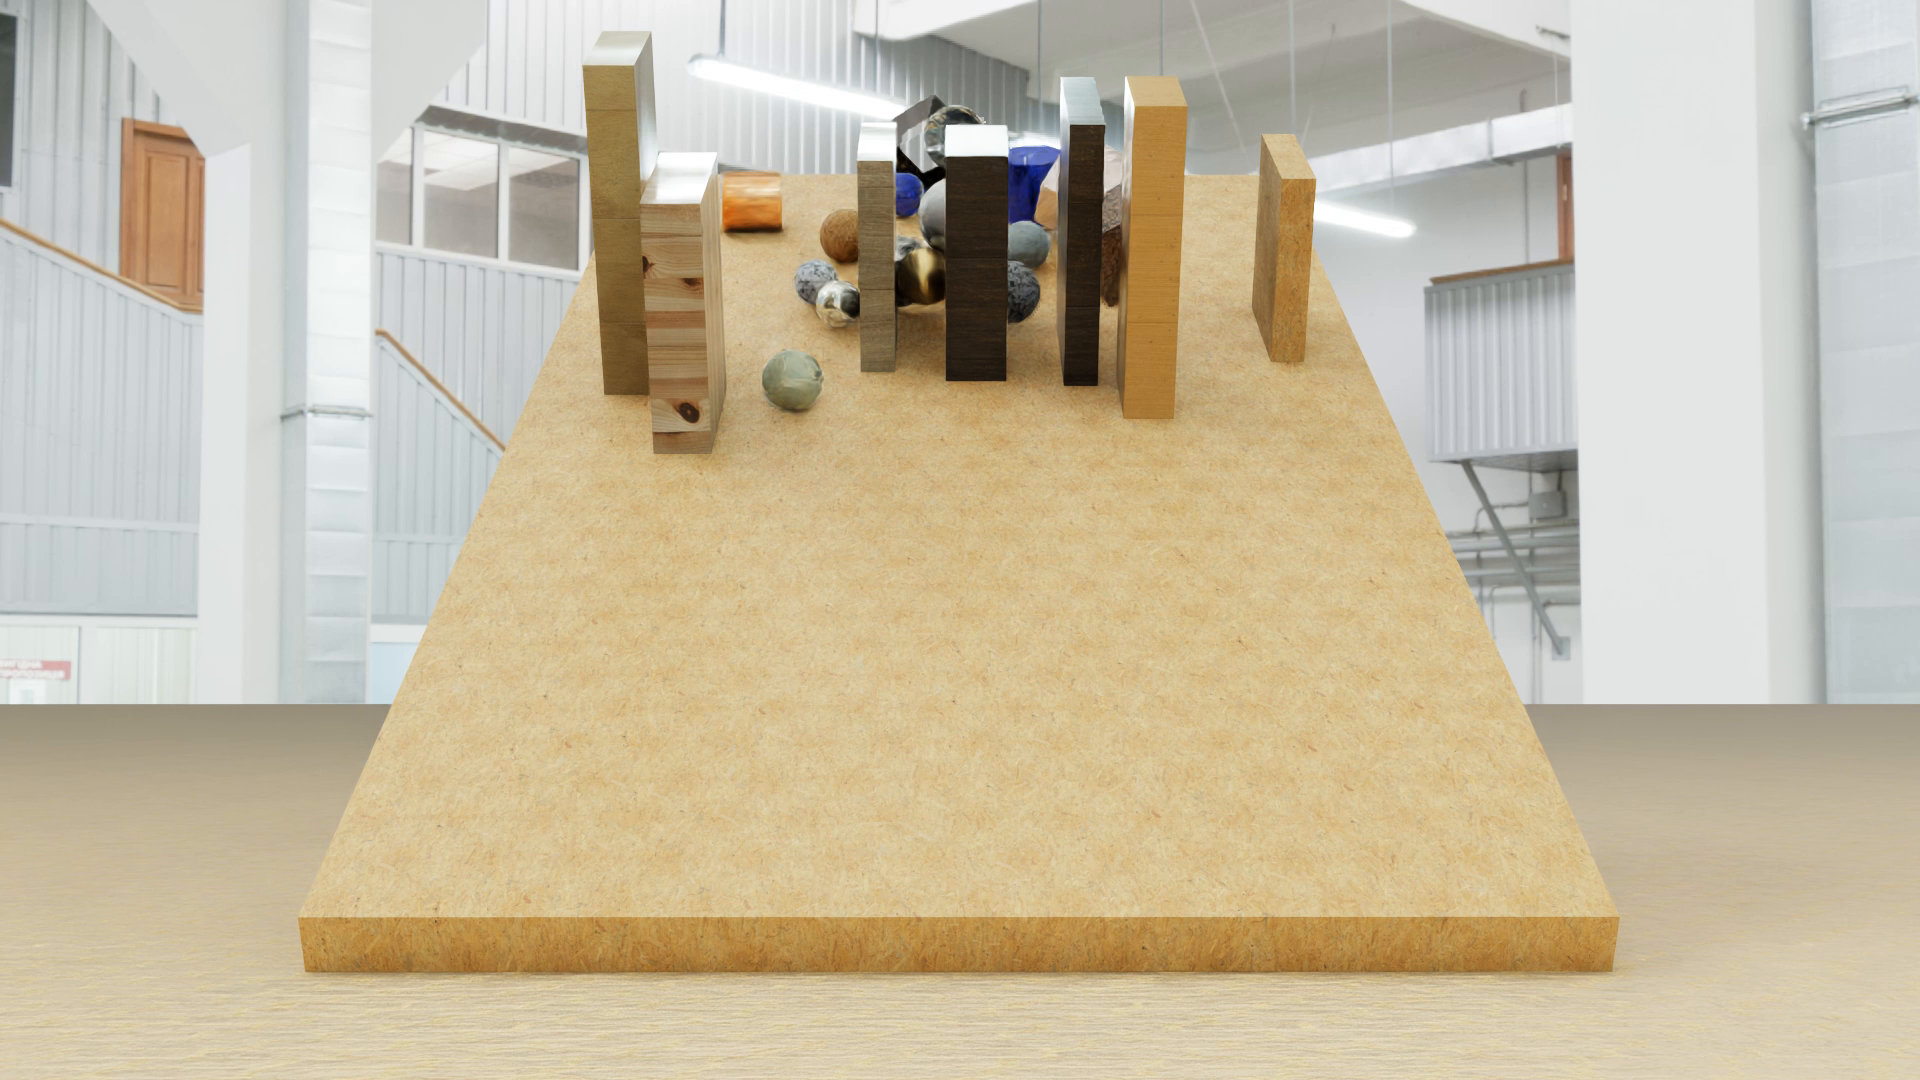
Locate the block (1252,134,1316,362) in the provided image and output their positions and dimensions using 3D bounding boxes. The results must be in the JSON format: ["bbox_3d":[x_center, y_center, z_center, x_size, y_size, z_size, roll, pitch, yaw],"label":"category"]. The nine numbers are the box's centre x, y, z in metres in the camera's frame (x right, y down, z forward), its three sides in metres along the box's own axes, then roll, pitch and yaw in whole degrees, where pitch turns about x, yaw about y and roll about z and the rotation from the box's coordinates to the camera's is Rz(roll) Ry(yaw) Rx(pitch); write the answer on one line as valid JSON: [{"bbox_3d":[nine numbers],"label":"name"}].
[{"bbox_3d":[0.797,-0.725,5.782,0.081,0.459,0.397,0,25,0],"label":"block"}]

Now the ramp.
[{"bbox_3d":[-0.009,-0.229,5.375,2.000,0.100,4.000,0,25,0],"label":"ramp"}]

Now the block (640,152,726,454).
[{"bbox_3d":[-0.613,-0.532,5.228,0.128,0.571,0.393,0,25,0],"label":"block"}]

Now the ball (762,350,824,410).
[{"bbox_3d":[-0.385,-0.368,5.384,0.142,0.142,0.142,0,-4,0],"label":"ball"}]

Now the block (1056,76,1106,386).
[{"bbox_3d":[0.286,-0.745,5.618,0.081,0.631,0.445,0,25,0],"label":"block"}]

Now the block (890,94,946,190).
[{"bbox_3d":[-0.098,-1.165,6.897,0.172,0.172,0.172,-24,-51,34],"label":"block"}]

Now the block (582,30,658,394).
[{"bbox_3d":[-0.778,-0.765,5.480,0.114,0.779,0.339,0,25,0],"label":"block"}]

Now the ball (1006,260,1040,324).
[{"bbox_3d":[0.121,-0.621,5.862,0.160,0.160,0.160,0,-4,0],"label":"ball"}]

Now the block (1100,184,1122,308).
[{"bbox_3d":[0.412,-0.765,6.028,0.194,0.194,0.194,-29,-58,26],"label":"block"}]

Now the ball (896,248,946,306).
[{"bbox_3d":[-0.085,-0.652,5.797,0.144,0.144,0.144,0,-4,0],"label":"ball"}]

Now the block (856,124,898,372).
[{"bbox_3d":[-0.198,-0.711,5.671,0.084,0.521,0.334,0,25,0],"label":"block"}]

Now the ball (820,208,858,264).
[{"bbox_3d":[-0.309,-0.827,6.361,0.148,0.148,0.148,0,-4,0],"label":"ball"}]

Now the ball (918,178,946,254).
[{"bbox_3d":[-0.005,-0.803,5.820,0.201,0.201,0.201,0,-4,0],"label":"ball"}]

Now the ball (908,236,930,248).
[{"bbox_3d":[-0.132,-0.734,6.180,0.134,0.134,0.134,0,-4,0],"label":"ball"}]

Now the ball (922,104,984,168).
[{"bbox_3d":[-0.015,-1.138,6.617,0.181,0.181,0.181,0,-4,0],"label":"ball"}]

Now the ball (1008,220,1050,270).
[{"bbox_3d":[0.174,-0.792,6.306,0.135,0.135,0.135,0,-4,0],"label":"ball"}]

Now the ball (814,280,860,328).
[{"bbox_3d":[-0.306,-0.595,5.895,0.119,0.119,0.119,0,-4,0],"label":"ball"}]

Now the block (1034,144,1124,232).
[{"bbox_3d":[0.344,-0.952,6.395,0.199,0.199,0.199,28,-20,6],"label":"block"}]

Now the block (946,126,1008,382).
[{"bbox_3d":[0.038,-0.683,5.580,0.144,0.550,0.266,0,25,0],"label":"block"}]

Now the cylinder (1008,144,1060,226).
[{"bbox_3d":[0.205,-0.996,6.584,0.180,0.180,0.180,-2,28,1],"label":"cylinder"}]

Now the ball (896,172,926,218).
[{"bbox_3d":[-0.163,-0.996,6.746,0.130,0.130,0.130,0,-4,0],"label":"ball"}]

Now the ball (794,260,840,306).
[{"bbox_3d":[-0.371,-0.666,6.053,0.118,0.118,0.118,0,-4,0],"label":"ball"}]

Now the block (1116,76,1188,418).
[{"bbox_3d":[0.433,-0.664,5.331,0.115,0.727,0.270,0,25,0],"label":"block"}]

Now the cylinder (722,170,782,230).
[{"bbox_3d":[-0.590,-0.959,6.617,0.165,0.165,0.165,-2,-4,-5],"label":"cylinder"}]

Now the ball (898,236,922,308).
[{"bbox_3d":[-0.162,-0.684,5.969,0.183,0.183,0.183,0,-4,0],"label":"ball"}]
